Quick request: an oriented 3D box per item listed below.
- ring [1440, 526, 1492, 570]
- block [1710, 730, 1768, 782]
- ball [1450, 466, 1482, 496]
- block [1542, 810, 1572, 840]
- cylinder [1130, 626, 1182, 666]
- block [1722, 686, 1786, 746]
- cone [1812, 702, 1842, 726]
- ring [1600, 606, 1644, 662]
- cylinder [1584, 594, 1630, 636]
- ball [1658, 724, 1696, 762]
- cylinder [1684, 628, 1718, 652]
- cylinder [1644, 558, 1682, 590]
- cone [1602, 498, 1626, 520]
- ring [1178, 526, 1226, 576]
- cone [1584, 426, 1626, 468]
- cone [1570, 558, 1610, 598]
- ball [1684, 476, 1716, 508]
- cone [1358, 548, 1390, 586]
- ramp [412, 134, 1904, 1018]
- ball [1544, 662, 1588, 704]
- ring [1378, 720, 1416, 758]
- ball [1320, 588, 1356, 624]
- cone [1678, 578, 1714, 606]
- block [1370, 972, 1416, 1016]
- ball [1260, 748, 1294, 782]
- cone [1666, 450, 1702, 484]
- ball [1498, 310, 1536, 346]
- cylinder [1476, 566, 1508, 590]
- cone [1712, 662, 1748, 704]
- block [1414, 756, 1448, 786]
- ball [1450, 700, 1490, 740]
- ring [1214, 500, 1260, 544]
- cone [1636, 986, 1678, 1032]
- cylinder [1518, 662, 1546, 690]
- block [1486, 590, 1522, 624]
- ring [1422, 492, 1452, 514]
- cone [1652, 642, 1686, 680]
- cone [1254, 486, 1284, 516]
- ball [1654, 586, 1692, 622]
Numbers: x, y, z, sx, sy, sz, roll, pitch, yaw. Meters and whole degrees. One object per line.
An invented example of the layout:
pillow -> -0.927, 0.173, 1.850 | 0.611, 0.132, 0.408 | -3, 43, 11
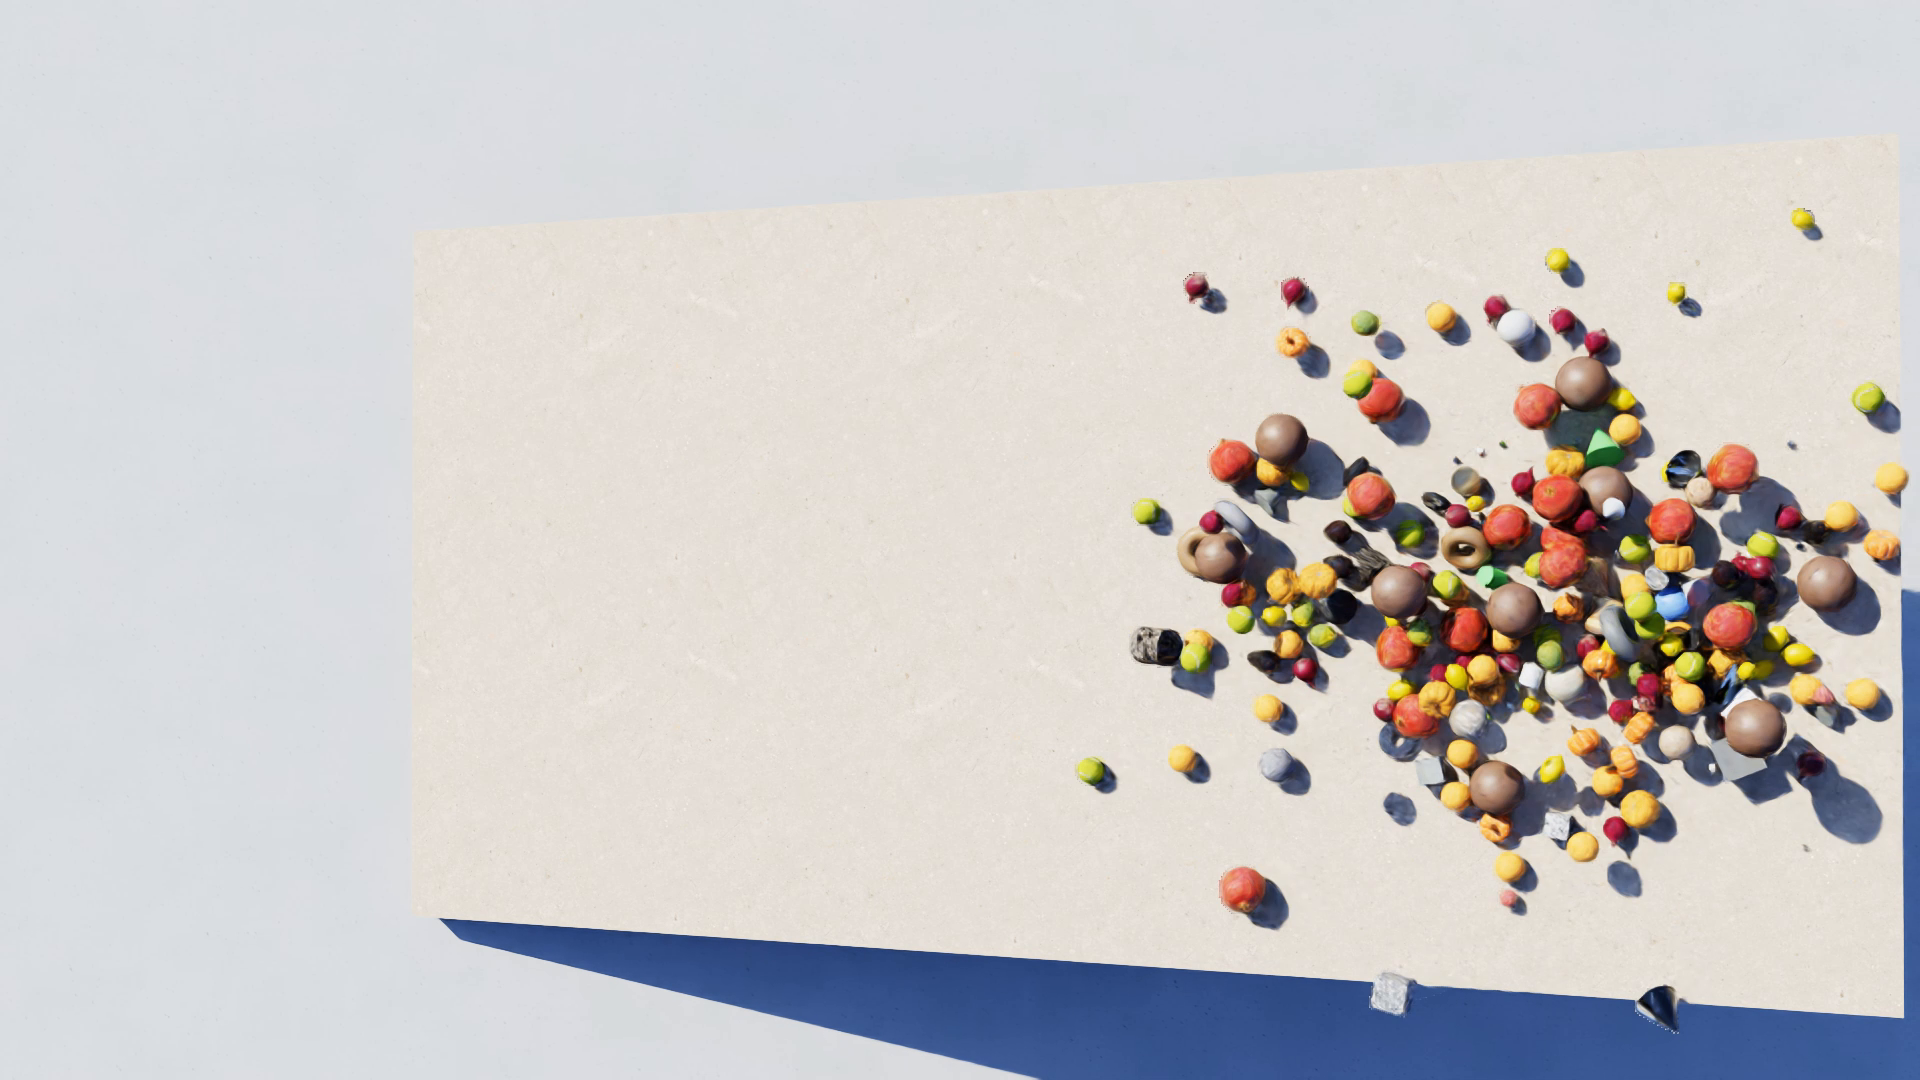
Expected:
ring -> 1.215, 0.021, 5.275 | 0.125, 0.125, 0.042 | 29, 47, 0
block -> 1.787, 0.492, 5.046 | 0.094, 0.094, 0.094 | -26, 80, 19
ball -> 1.217, -0.141, 5.289 | 0.072, 0.072, 0.072 | 0, 89, 0
block -> 1.416, 0.676, 5.210 | 0.055, 0.055, 0.055 | 9, 92, 21
cylinder -> 0.491, 0.265, 5.491 | 0.092, 0.092, 0.092 | -2, 94, -39
block -> 1.771, 0.395, 4.910 | 0.081, 0.081, 0.081 | 30, 103, -41
cone -> 1.985, 0.385, 5.007 | 0.059, 0.059, 0.059 | -38, 89, -3
ring -> 1.523, 0.214, 5.060 | 0.047, 0.141, 0.141 | -34, 89, 33
cylinder -> 1.519, 0.179, 5.159 | 0.087, 0.087, 0.087 | 14, 95, 0
ball -> 1.650, 0.467, 5.056 | 0.083, 0.083, 0.083 | 0, 89, 0
cylinder -> 1.702, 0.230, 5.051 | 0.053, 0.053, 0.053 | 3, 89, -20
cylinder -> 1.626, 0.080, 5.087 | 0.061, 0.061, 0.061 | -19, 89, -41
cone -> 1.482, -0.061, 5.022 | 0.054, 0.054, 0.054 | -32, 89, -44
ring -> 0.609, 0.027, 5.540 | 0.127, 0.042, 0.127 | 1, 92, 19
cone -> 1.513, -0.233, 5.190 | 0.093, 0.093, 0.093 | -2, 58, 0
cone -> 1.495, 0.107, 5.144 | 0.095, 0.095, 0.095 | -10, 130, -12
ball -> 1.688, -0.109, 5.011 | 0.069, 0.069, 0.069 | 0, 89, 0
cone -> 0.999, 0.081, 5.389 | 0.086, 0.086, 0.086 | 17, 124, 0
ramp -> 0.282, 0.088, 5.743 | 4.000, 0.100, 2.000 | 0, 89, 21
ball -> 1.429, 0.336, 5.185 | 0.100, 0.100, 0.100 | 0, 89, 0
ring -> 1.066, 0.486, 5.362 | 0.092, 0.031, 0.092 | -1, 88, 20
ball -> 0.927, 0.163, 5.389 | 0.090, 0.090, 0.090 | 0, 89, 0
cone -> 1.671, 0.103, 5.040 | 0.075, 0.075, 0.075 | -12, 119, -22
block -> 1.041, 1.087, 5.277 | 0.077, 0.077, 0.077 | 12, 93, 28
ball -> 0.785, 0.557, 5.441 | 0.087, 0.087, 0.087 | 0, 89, 0
cone -> 1.701, -0.149, 5.099 | 0.089, 0.089, 0.089 | 32, 89, -34
ball -> 1.326, -0.505, 5.243 | 0.087, 0.087, 0.087 | 0, 89, 0
cylinder -> 1.273, 0.091, 5.264 | 0.051, 0.051, 0.051 | 18, 89, -32
cone -> 1.768, 0.324, 5.019 | 0.095, 0.095, 0.095 | 1, 92, 0
block -> 1.139, 0.558, 5.317 | 0.060, 0.060, 0.060 | -15, 84, 20
ball -> 1.172, 0.414, 5.053 | 0.092, 0.092, 0.092 | 0, 89, 0
ring -> 0.683, -0.044, 5.438 | 0.139, 0.139, 0.046 | 44, 84, 1
cone -> 1.631, 1.099, 5.074 | 0.100, 0.100, 0.100 | -8, 128, -10
cylinder -> 1.356, 0.324, 5.218 | 0.050, 0.050, 0.050 | 20, 91, 0
block -> 1.301, 0.161, 5.256 | 0.066, 0.066, 0.066 | 12, 95, 19
ring -> 1.151, -0.089, 5.305 | 0.080, 0.080, 0.027 | 33, 80, 0
cone -> 1.646, 0.293, 5.135 | 0.080, 0.080, 0.080 | 5, 120, 0
cone -> 0.783, -0.113, 5.479 | 0.074, 0.074, 0.074 | -36, 89, -10
ball -> 1.656, 0.148, 5.107 | 0.085, 0.085, 0.085 | 0, 89, 0
